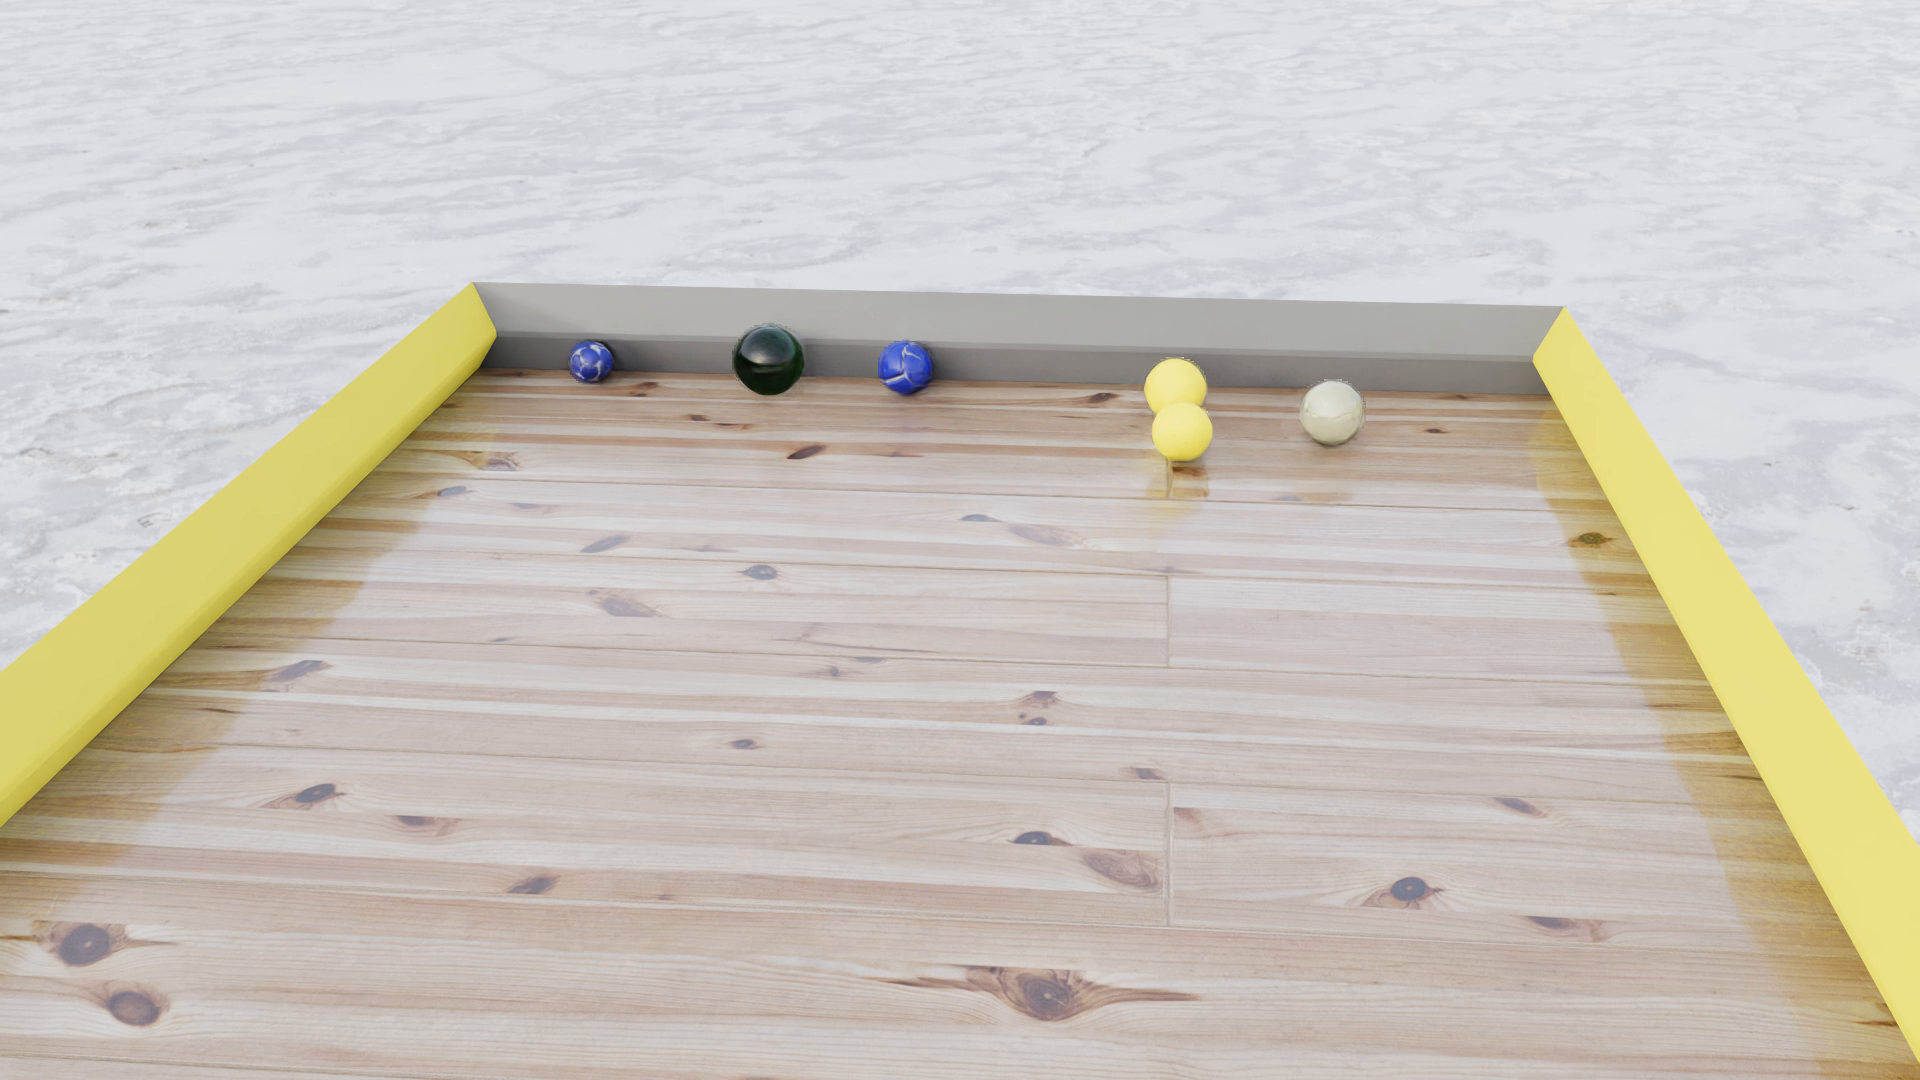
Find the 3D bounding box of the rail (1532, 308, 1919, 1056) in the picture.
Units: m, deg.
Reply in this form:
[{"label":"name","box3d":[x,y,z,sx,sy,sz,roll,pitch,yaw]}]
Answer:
[{"label":"rail","box3d":[0.677,0.264,1.658,0.045,0.126,2.980,2,21,5]}]

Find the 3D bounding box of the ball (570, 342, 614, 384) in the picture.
[{"label":"ball","box3d":[-0.521,-0.251,3.110,0.060,0.060,0.060,0,21,0]}]

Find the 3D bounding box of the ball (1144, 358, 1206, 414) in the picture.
[{"label":"ball","box3d":[0.289,-0.202,2.949,0.082,0.082,0.082,0,21,0]}]

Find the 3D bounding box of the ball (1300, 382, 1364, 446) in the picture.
[{"label":"ball","box3d":[0.482,-0.164,2.849,0.083,0.083,0.083,0,21,0]}]

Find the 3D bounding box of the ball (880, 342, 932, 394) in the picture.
[{"label":"ball","box3d":[-0.075,-0.239,3.059,0.074,0.074,0.074,0,21,0]}]

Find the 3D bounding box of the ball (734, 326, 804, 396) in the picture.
[{"label":"ball","box3d":[-0.265,-0.249,3.053,0.097,0.097,0.097,0,21,0]}]

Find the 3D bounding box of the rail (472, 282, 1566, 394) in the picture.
[{"label":"rail","box3d":[0.064,-0.278,3.085,1.539,0.126,0.045,2,21,5]}]

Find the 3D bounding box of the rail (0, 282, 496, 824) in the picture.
[{"label":"rail","box3d":[-0.809,0.217,1.782,0.045,0.126,2.980,2,21,5]}]

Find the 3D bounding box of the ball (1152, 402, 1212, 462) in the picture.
[{"label":"ball","box3d":[0.281,-0.137,2.787,0.077,0.077,0.077,0,21,0]}]
